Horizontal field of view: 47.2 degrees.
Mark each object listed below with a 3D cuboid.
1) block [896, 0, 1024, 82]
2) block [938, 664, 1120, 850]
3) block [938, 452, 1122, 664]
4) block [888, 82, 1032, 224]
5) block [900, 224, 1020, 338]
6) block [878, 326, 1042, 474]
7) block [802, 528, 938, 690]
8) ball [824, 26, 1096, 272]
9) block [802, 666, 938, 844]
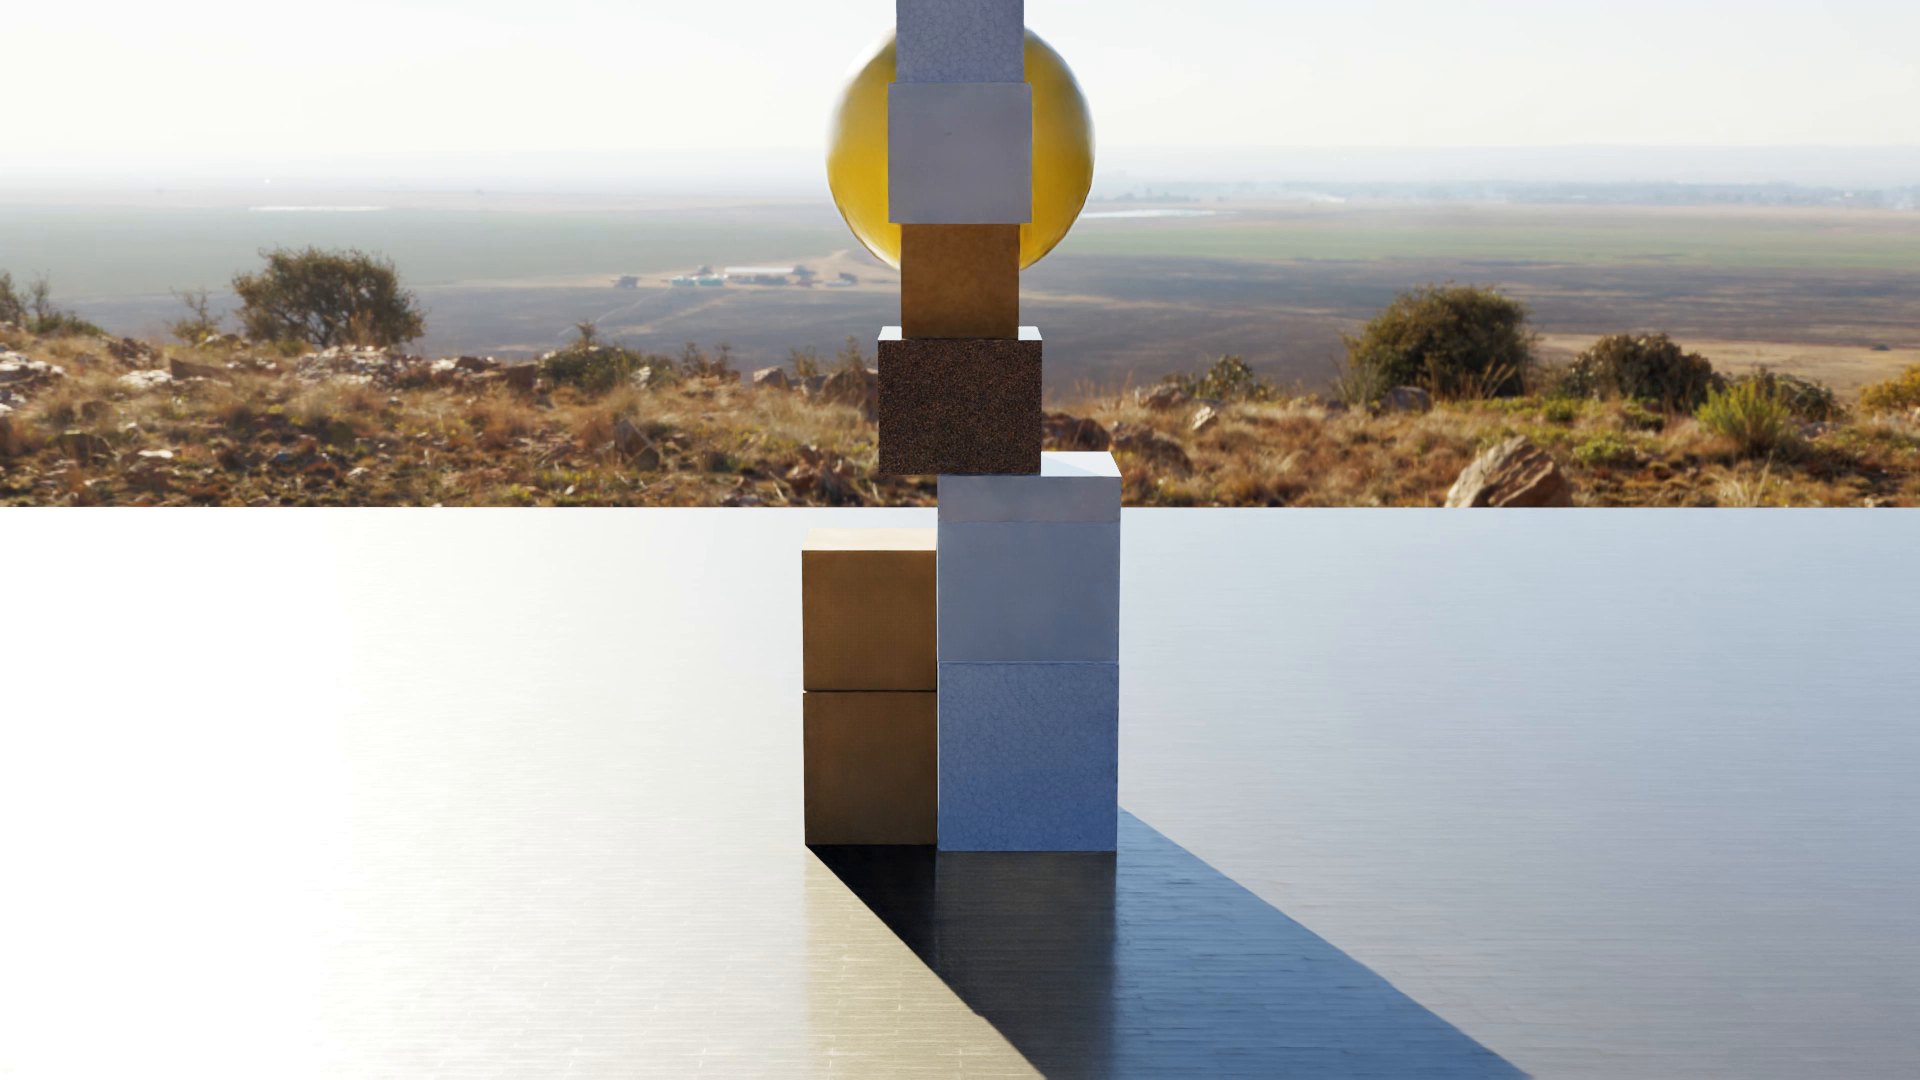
[{"bbox_3d":[0.000,-2.493,10.735,0.616,0.521,0.587,0,10,0],"label":"block"},{"bbox_3d":[0.339,1.004,11.375,0.893,0.955,0.924,0,10,0],"label":"block"},{"bbox_3d":[0.338,0.074,11.205,0.896,0.935,0.843,0,10,0],"label":"block"},{"bbox_3d":[0.000,-1.904,10.822,0.691,0.668,0.593,0,10,0],"label":"block"},{"bbox_3d":[0.000,-1.308,10.956,0.573,0.553,0.580,0,10,0],"label":"block"},{"bbox_3d":[0.000,-0.711,11.059,0.794,0.660,0.755,0,10,0],"label":"block"},{"bbox_3d":[-0.453,0.345,11.256,0.666,0.714,0.617,0,10,0],"label":"block"},{"bbox_3d":[0.000,-2.288,12.873,1.600,1.600,1.600,0,10,0],"label":"ball"},{"bbox_3d":[-0.451,1.087,11.379,0.669,0.790,0.694,0,10,0],"label":"block"}]
